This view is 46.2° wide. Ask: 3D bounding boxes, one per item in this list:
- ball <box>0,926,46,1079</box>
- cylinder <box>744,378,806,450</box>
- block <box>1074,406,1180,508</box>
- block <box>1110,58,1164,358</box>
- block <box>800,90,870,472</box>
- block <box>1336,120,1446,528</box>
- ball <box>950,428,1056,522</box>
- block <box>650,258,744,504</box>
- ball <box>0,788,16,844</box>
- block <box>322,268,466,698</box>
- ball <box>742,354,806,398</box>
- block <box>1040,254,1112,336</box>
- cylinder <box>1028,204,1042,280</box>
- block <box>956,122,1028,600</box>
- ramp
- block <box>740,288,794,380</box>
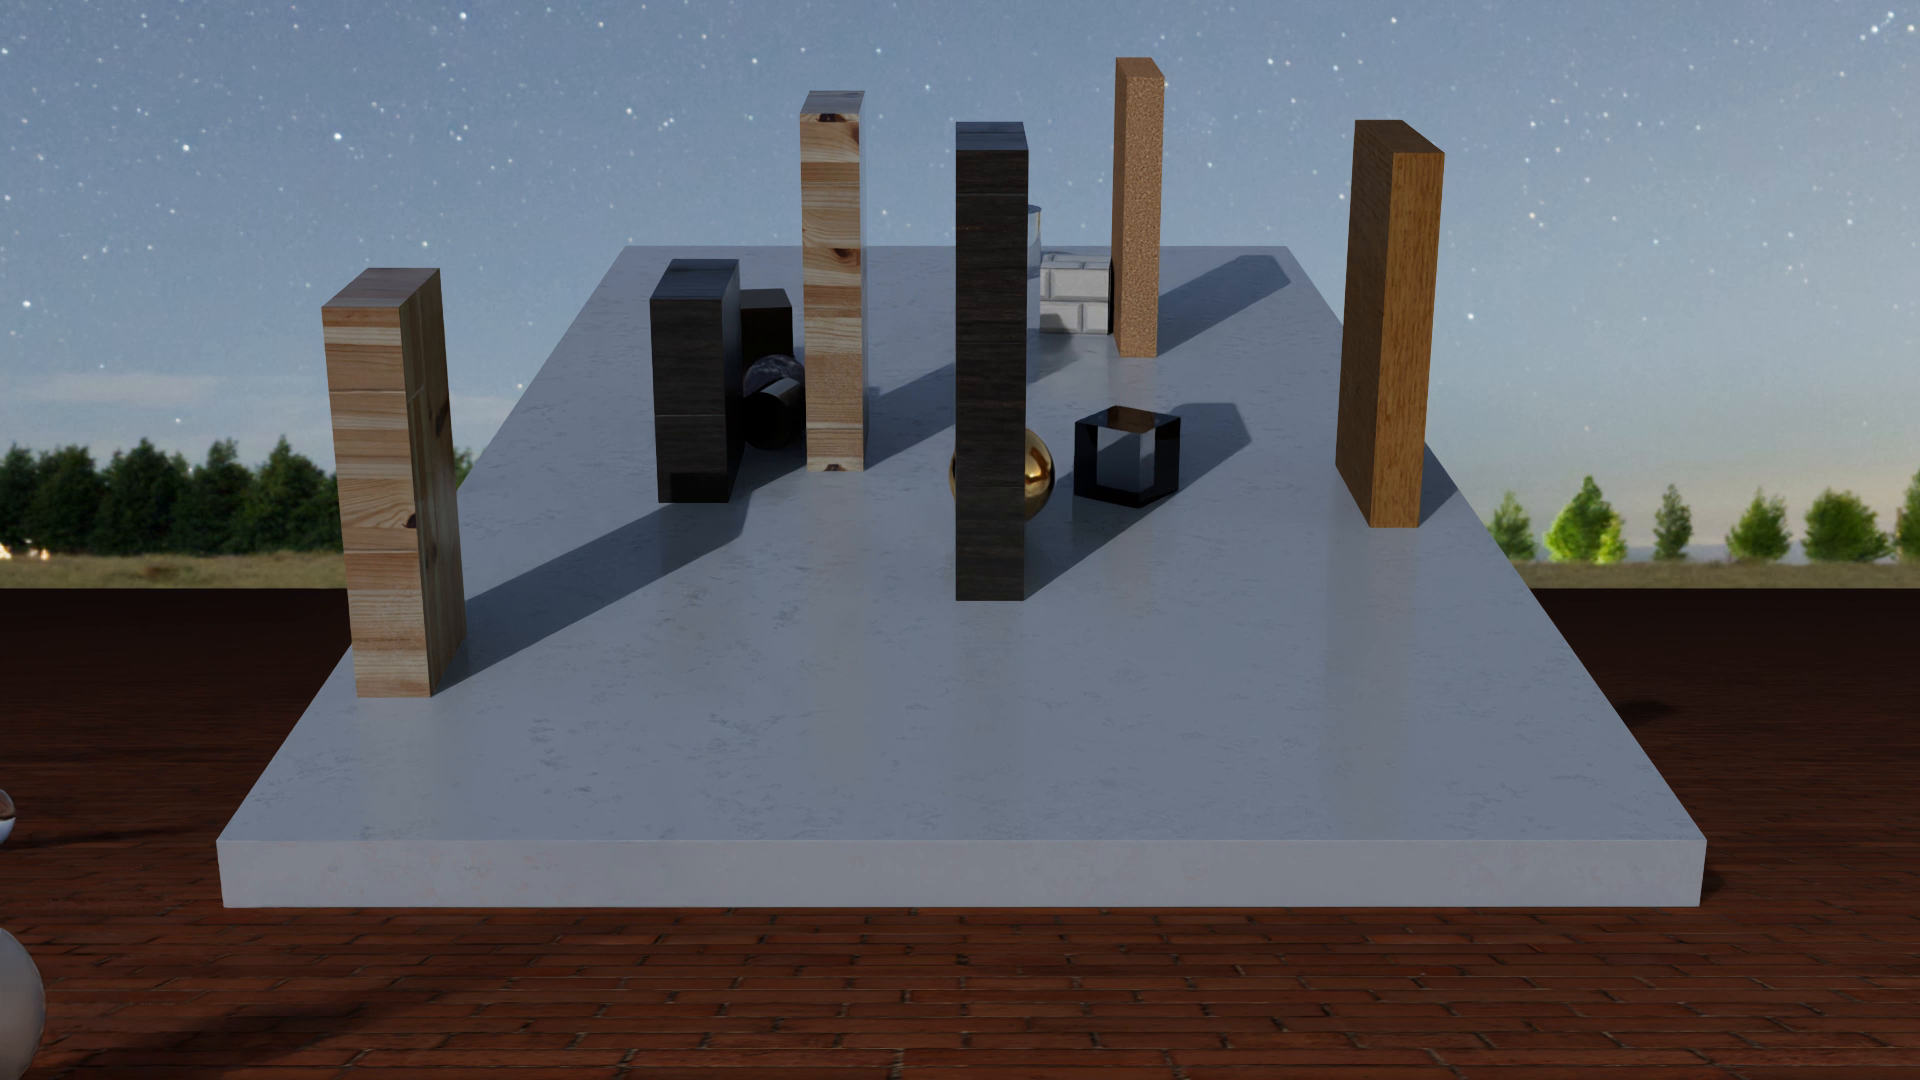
[{"bbox_3d":[-0.837,0.388,1.830,0.174,0.174,0.174,0,-1,0],"label":"ball"},{"bbox_3d":[-0.393,-0.269,4.786,0.127,0.127,0.127,0,18,19],"label":"cylinder"},{"bbox_3d":[0.331,-0.166,4.450,0.151,0.151,0.151,13,23,34],"label":"block"},{"bbox_3d":[0.436,-0.830,5.580,0.089,0.678,0.385,0,19,0],"label":"block"},{"bbox_3d":[-0.255,-0.539,4.650,0.115,0.727,0.335,0,19,0],"label":"block"},{"bbox_3d":[0.824,-0.425,4.348,0.092,0.710,0.408,0,19,0],"label":"block"},{"bbox_3d":[0.079,-0.122,4.246,0.200,0.200,0.200,0,-1,0],"label":"ball"},{"bbox_3d":[-0.523,-0.326,4.519,0.137,0.407,0.375,0,19,0],"label":"block"},{"bbox_3d":[-1.603,0.453,3.674,0.113,0.113,0.113,0,-1,0],"label":"ball"},{"bbox_3d":[-0.876,-0.093,3.512,0.113,0.616,0.278,0,19,0],"label":"block"},{"bbox_3d":[-0.400,-0.329,4.923,0.154,0.154,0.154,0,-1,0],"label":"ball"},{"bbox_3d":[0.297,-0.631,5.779,0.172,0.172,0.172,2,19,5],"label":"block"},{"bbox_3d":[0.138,-0.848,6.390,0.187,0.187,0.187,0,19,0],"label":"cylinder"},{"bbox_3d":[0.051,-0.313,3.910,0.118,0.778,0.312,0,19,0],"label":"block"},{"bbox_3d":[-0.004,-0.196,4.925,2.000,0.100,4.000,0,19,0],"label":"ramp"},{"bbox_3d":[-0.499,-0.464,5.246,0.200,0.200,0.200,-3,19,-9],"label":"block"}]
